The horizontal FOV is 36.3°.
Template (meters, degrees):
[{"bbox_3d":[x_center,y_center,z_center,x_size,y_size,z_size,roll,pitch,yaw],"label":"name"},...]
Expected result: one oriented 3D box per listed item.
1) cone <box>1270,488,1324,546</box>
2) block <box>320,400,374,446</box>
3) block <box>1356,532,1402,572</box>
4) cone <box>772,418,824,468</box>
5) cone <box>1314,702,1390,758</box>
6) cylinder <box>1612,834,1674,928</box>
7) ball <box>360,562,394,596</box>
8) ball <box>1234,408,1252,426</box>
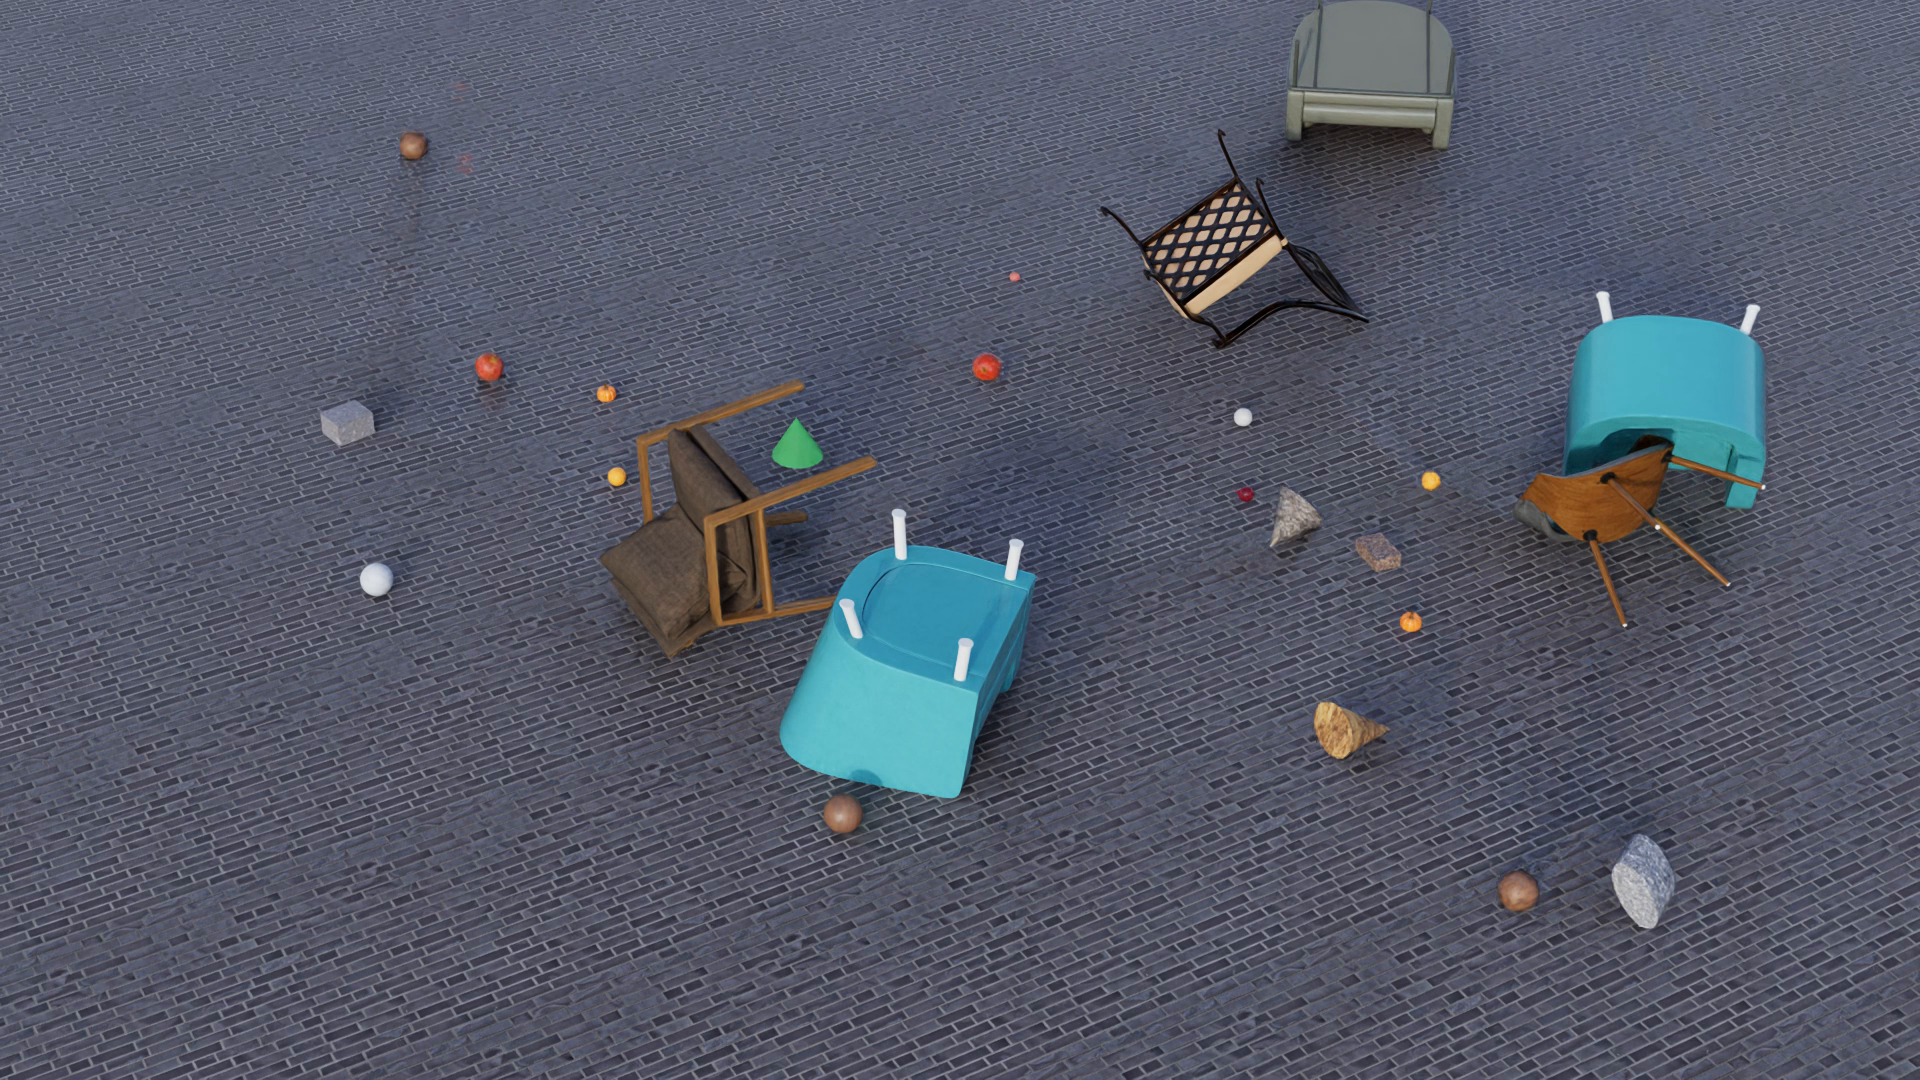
[{"bbox_3d":[1.213,-0.050,10.914,0.196,0.294,0.195,37,84,20],"label":"cone"},{"bbox_3d":[-2.414,-0.461,11.558,0.158,0.094,0.131,-26,41,-33],"label":"block"},{"bbox_3d":[1.544,0.045,10.828,0.103,0.054,0.157,-13,35,-18],"label":"block"},{"bbox_3d":[-0.635,-0.405,11.405,0.198,0.170,0.213,-18,38,-25],"label":"cone"},{"bbox_3d":[1.358,0.640,9.903,0.250,0.160,0.224,1,37,-32],"label":"cone"},{"bbox_3d":[2.130,1.063,9.133,0.115,0.246,0.167,-15,19,40],"label":"cylinder"},{"bbox_3d":[-2.111,0.143,10.617,0.121,0.121,0.121,0,33,0],"label":"ball"},{"bbox_3d":[1.121,-0.487,11.615,0.074,0.074,0.074,0,33,0],"label":"ball"}]
